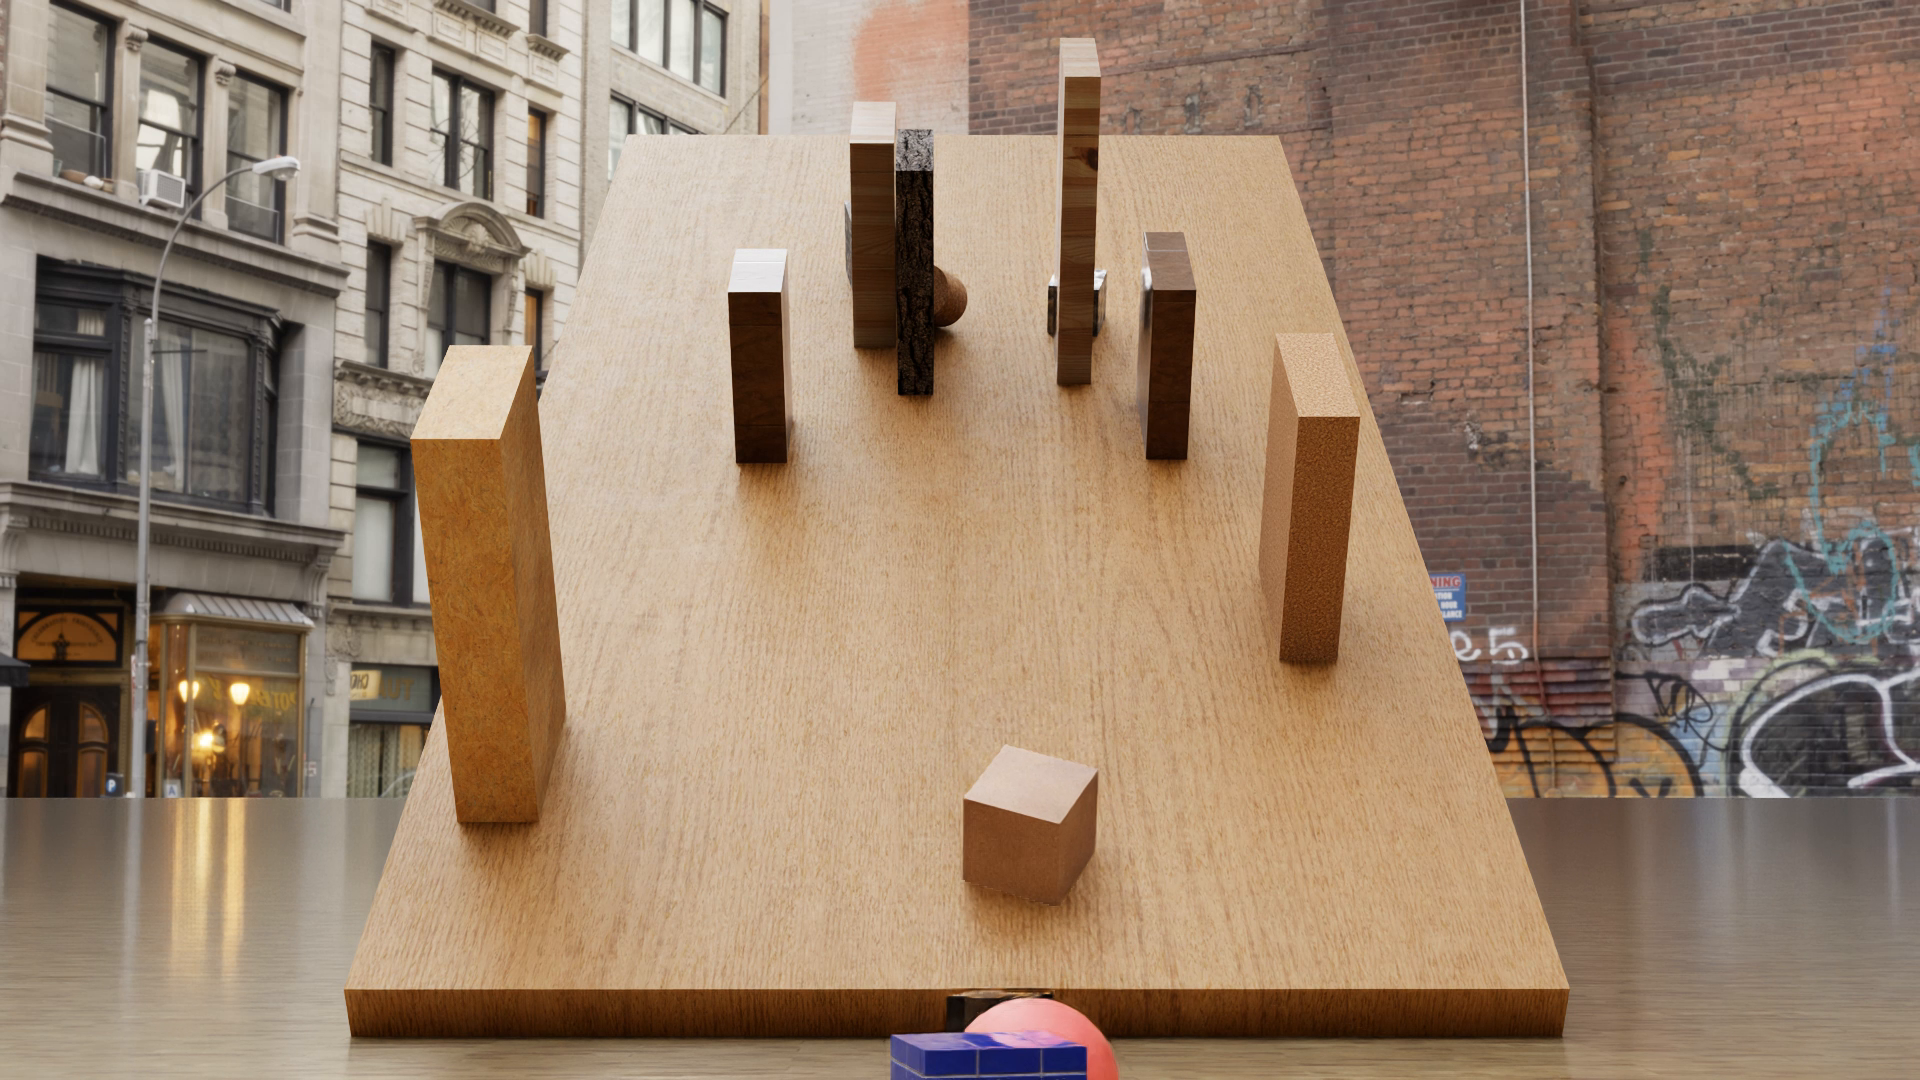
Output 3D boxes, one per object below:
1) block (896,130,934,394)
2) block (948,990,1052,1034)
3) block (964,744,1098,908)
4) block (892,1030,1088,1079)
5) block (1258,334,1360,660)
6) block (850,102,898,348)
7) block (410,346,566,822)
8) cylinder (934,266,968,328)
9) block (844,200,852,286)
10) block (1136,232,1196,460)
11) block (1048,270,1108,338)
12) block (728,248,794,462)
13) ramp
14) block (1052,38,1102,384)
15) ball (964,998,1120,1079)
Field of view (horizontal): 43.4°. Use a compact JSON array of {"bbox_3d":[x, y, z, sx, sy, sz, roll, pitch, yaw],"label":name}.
[{"bbox_3d":[-0.107,-0.670,5.815,0.086,0.575,0.277,0,30,0],"label":"block"},{"bbox_3d":[0.057,0.699,3.393,0.117,0.117,0.117,-2,-7,20],"label":"block"},{"bbox_3d":[0.122,0.494,4.173,0.176,0.176,0.176,13,32,21],"label":"block"},{"bbox_3d":[0.026,0.570,2.356,0.159,0.159,0.159,1,-6,-13],"label":"block"},{"bbox_3d":[0.694,-0.088,4.830,0.116,0.543,0.373,0,30,0],"label":"block"},{"bbox_3d":[-0.214,-0.794,6.066,0.106,0.541,0.296,0,30,0],"label":"block"},{"bbox_3d":[-0.828,0.081,4.290,0.146,0.772,0.360,0,30,0],"label":"block"},{"bbox_3d":[-0.070,-0.621,6.115,0.140,0.140,0.140,-2,-5,20],"label":"cylinder"},{"bbox_3d":[-0.194,-0.773,6.378,0.198,0.198,0.198,-4,30,-8],"label":"block"},{"bbox_3d":[0.475,-0.453,5.590,0.095,0.424,0.335,0,30,0],"label":"block"},{"bbox_3d":[0.300,-0.611,6.164,0.130,0.130,0.130,6,30,11],"label":"block"},{"bbox_3d":[-0.455,-0.422,5.528,0.118,0.426,0.244,0,30,0],"label":"block"},{"bbox_3d":[-0.013,-0.213,5.694,2.000,0.100,4.000,0,30,0],"label":"ramp"},{"bbox_3d":[0.279,-0.789,5.820,0.083,0.780,0.282,0,30,0],"label":"block"},{"bbox_3d":[0.076,0.577,2.543,0.185,0.185,0.185,0,-6,0],"label":"ball"}]
